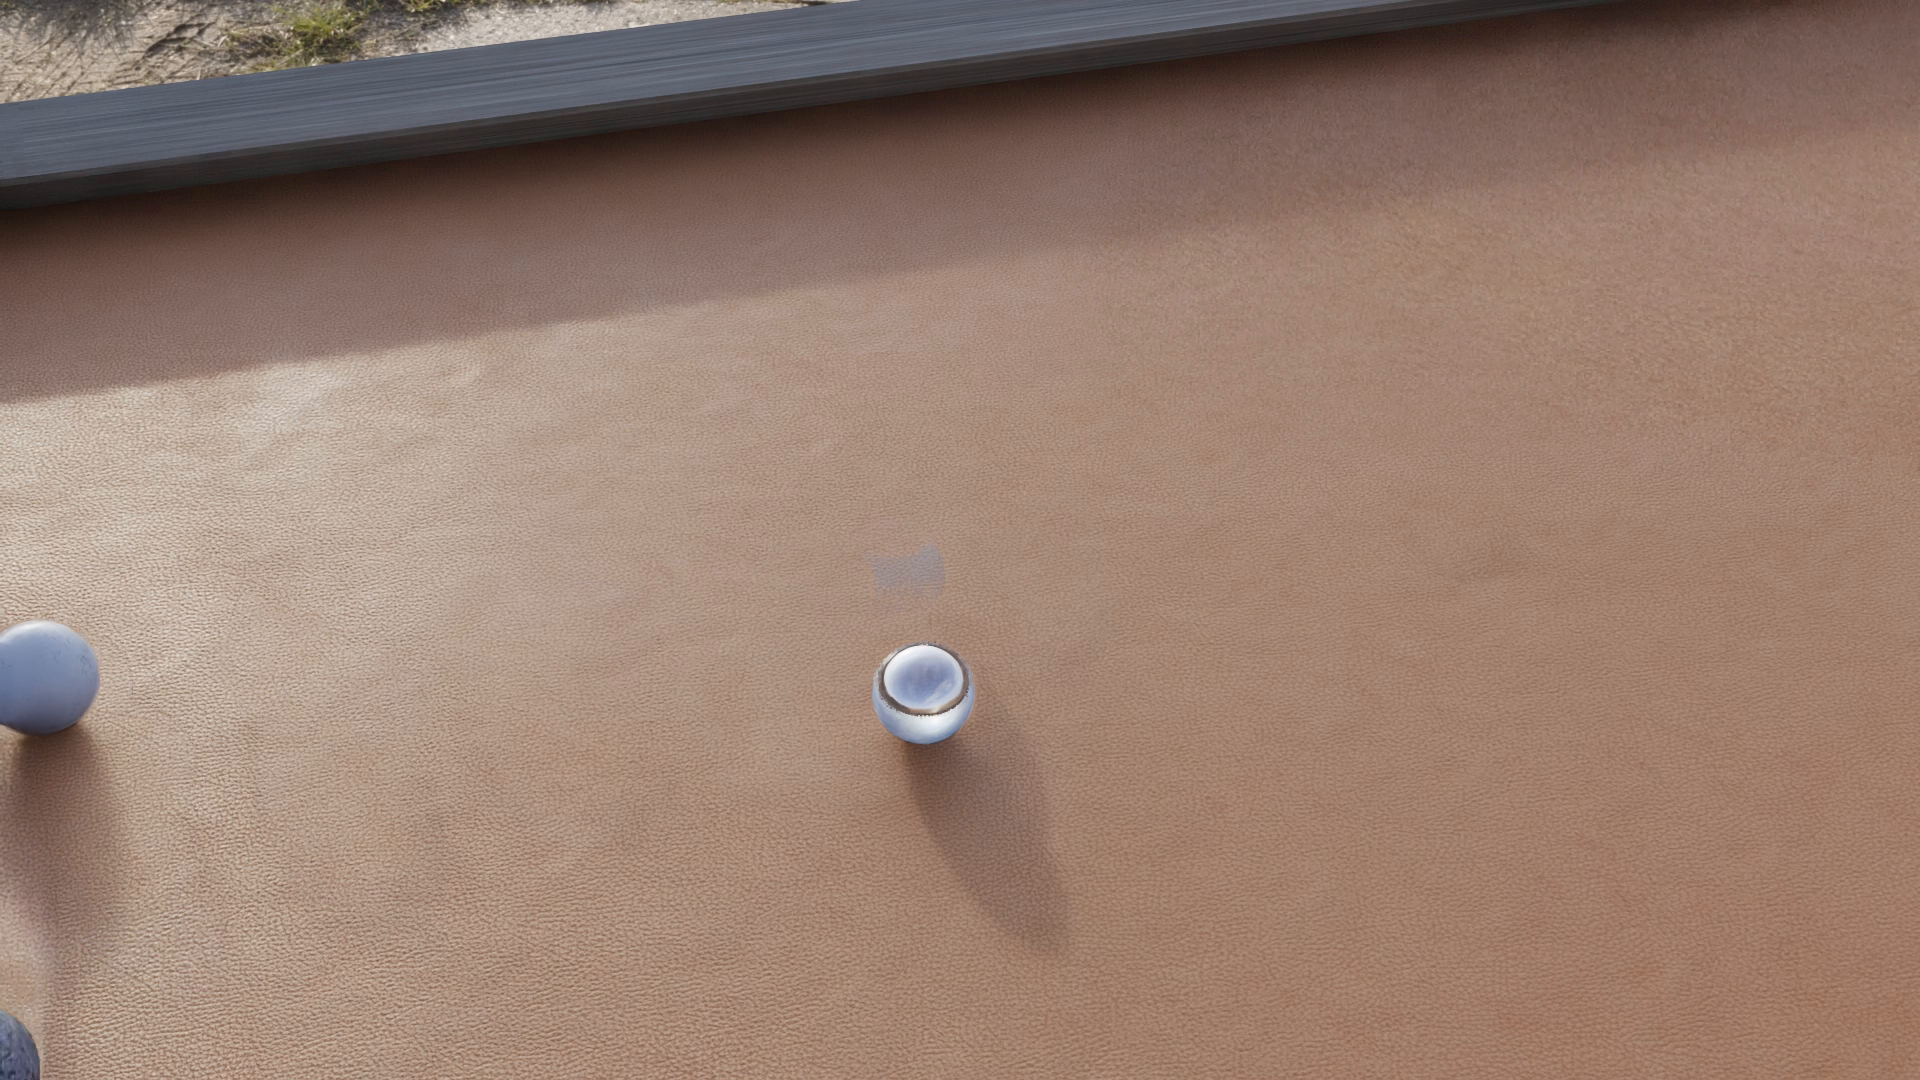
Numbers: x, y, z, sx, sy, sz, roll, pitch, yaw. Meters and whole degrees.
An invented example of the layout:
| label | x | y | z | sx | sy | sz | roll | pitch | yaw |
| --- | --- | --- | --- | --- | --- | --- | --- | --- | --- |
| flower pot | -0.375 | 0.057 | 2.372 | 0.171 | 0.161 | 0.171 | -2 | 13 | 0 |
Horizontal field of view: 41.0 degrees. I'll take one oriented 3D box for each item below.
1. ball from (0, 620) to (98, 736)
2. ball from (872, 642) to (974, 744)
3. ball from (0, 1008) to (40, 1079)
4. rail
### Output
| label | x | y | z | sx | sy | sz | roll | pitch | yaw |
| --- | --- | --- | --- | --- | --- | --- | --- | --- | --- |
| ball | -0.532 | 0.080 | 1.479 | 0.066 | 0.066 | 0.066 | 0 | 36 | 0 |
| ball | -0.021 | 0.088 | 1.474 | 0.059 | 0.059 | 0.059 | 0 | 36 | 0 |
| ball | -0.477 | 0.256 | 1.231 | 0.068 | 0.068 | 0.068 | 0 | 36 | 0 |
| rail | 0.450 | -0.487 | 2.249 | 2.650 | 0.088 | 0.045 | -10 | 37 | -13 |
